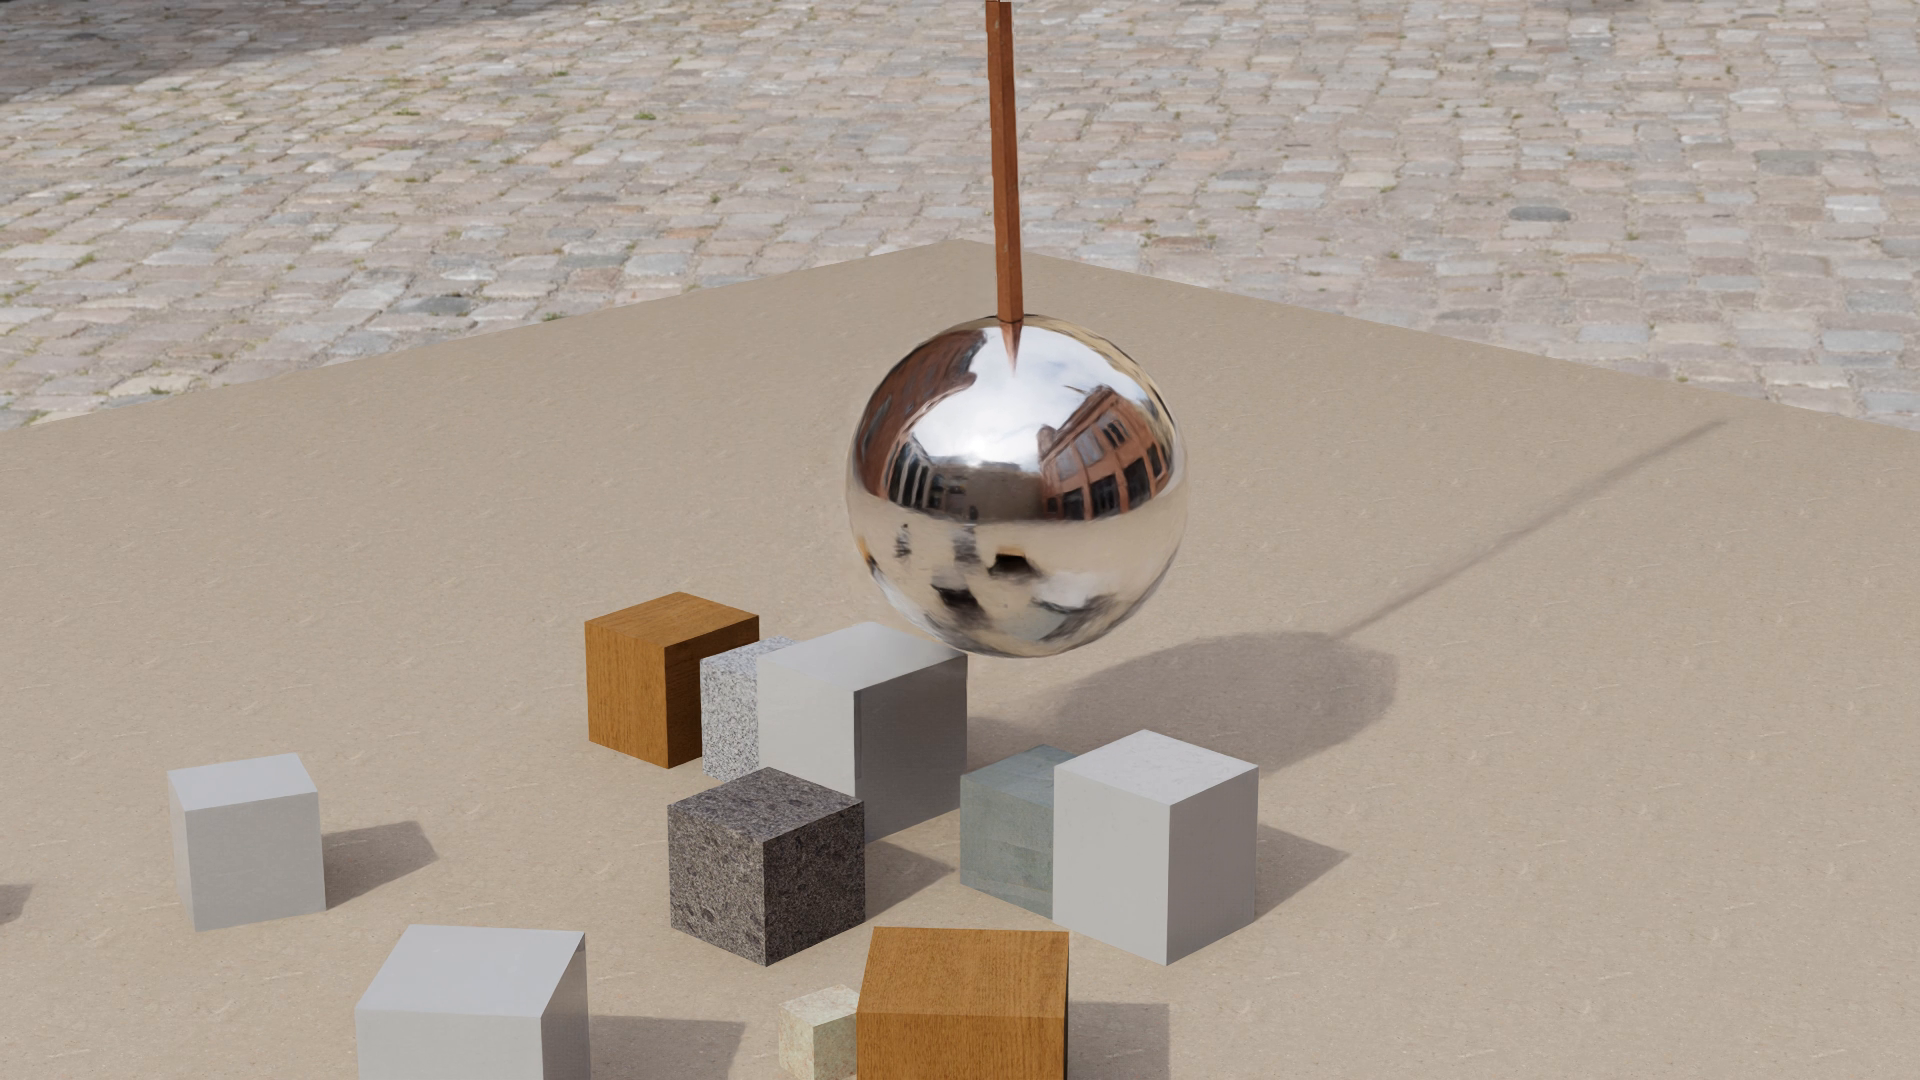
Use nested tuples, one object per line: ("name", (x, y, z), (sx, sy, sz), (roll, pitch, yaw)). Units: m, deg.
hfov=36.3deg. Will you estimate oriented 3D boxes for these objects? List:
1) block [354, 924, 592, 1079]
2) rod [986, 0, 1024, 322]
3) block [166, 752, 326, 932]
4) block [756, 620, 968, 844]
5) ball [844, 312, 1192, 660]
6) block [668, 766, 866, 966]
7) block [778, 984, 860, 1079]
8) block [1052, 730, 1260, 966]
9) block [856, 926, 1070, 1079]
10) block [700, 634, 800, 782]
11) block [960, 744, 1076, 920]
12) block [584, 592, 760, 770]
("block", (-1.791, 1.941, 10.896), (0.677, 0.762, 0.716), (2, 18, 5))
("rod", (0.116, -3.440, 12.382), (0.080, 5.200, 0.080), (17, 28, 42))
("block", (-3.190, 1.345, 13.107), (0.576, 0.575, 0.505), (-7, 19, -22))
("block", (-0.468, 0.922, 14.107), (0.741, 0.783, 0.677), (-17, 24, -42))
("ball", (0.267, -0.248, 13.543), (1.600, 1.600, 1.600), (0, 17, 0))
("block", (-0.846, 1.422, 12.855), (0.597, 0.579, 0.614), (15, 23, 40))
("block", (-0.523, 1.967, 11.637), (0.307, 0.269, 0.245), (-13, 21, -35))
("block", (0.855, 1.337, 12.854), (0.647, 0.742, 0.613), (16, 23, 41))
("block", (0.022, 1.925, 11.187), (0.763, 0.619, 0.742), (1, 17, 3))
("block", (-0.909, 0.879, 14.542), (0.534, 0.603, 0.525), (17, 24, 42))
("block", (0.400, 1.314, 13.287), (0.571, 0.525, 0.557), (16, 24, 41))
("block", (-1.465, 0.708, 15.014), (0.591, 0.647, 0.658), (15, 23, 39))
